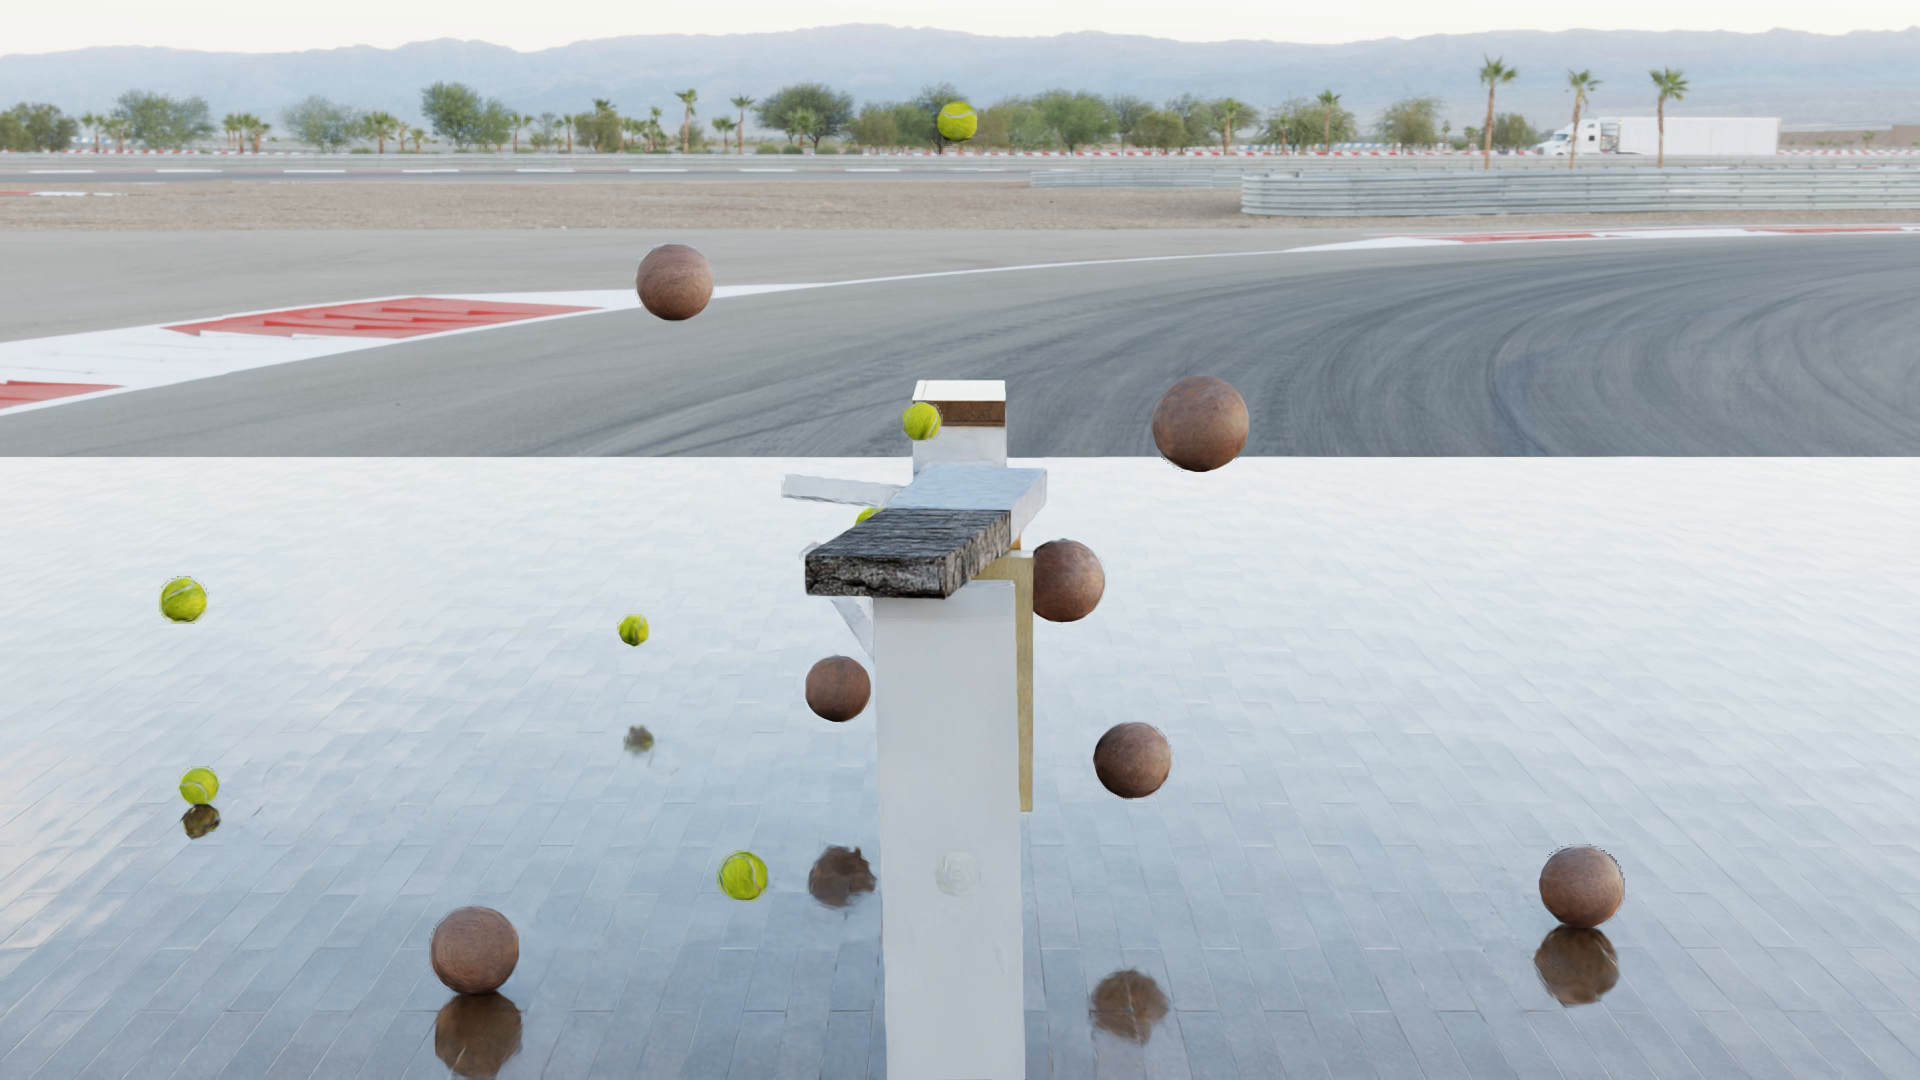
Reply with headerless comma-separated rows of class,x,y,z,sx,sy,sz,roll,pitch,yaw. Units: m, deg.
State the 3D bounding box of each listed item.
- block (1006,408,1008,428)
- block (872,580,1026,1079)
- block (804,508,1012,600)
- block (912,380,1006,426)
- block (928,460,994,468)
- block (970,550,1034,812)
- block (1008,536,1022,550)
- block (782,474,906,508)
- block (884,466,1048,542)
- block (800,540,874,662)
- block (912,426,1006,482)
block,0.003,0.081,4.492,0.176,0.698,0.050,1,5,5
block,-0.013,0.400,2.768,0.175,0.698,0.049,-2,9,-2
block,-0.059,0.014,2.809,0.175,0.049,0.349,1,10,14
block,0.001,-0.270,4.327,0.176,0.050,0.353,0,10,1
block,0.002,-0.107,4.036,0.124,0.035,0.248,0,12,1
block,0.011,0.190,2.960,0.175,0.349,0.049,0,10,1
block,-0.003,0.168,3.070,0.175,0.351,0.050,0,12,0
block,-0.181,-0.081,3.781,0.243,0.034,0.121,6,-3,-4
block,0.013,-0.053,3.152,0.175,0.050,0.351,2,11,10
block,-0.174,0.117,3.700,0.034,0.243,0.121,-37,-16,6
block,-0.002,-0.042,4.208,0.176,0.353,0.050,-1,3,-3
